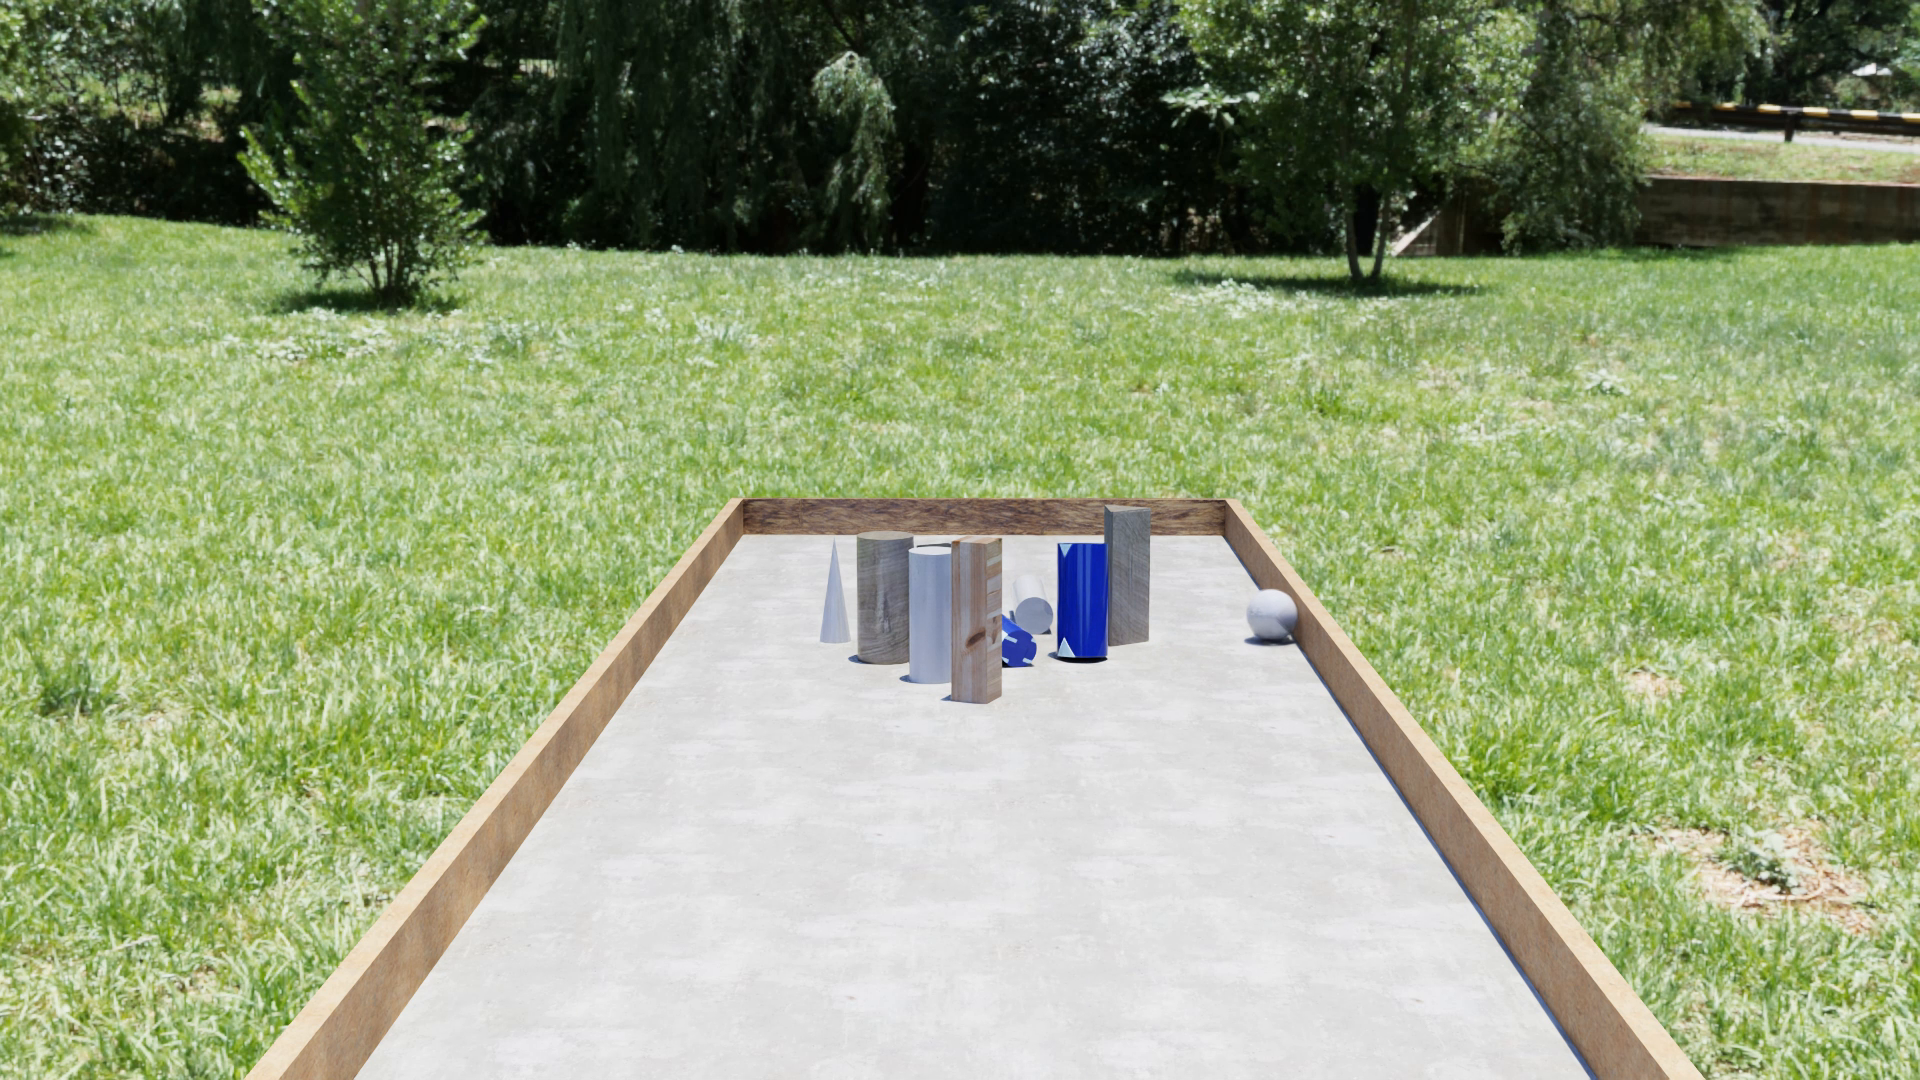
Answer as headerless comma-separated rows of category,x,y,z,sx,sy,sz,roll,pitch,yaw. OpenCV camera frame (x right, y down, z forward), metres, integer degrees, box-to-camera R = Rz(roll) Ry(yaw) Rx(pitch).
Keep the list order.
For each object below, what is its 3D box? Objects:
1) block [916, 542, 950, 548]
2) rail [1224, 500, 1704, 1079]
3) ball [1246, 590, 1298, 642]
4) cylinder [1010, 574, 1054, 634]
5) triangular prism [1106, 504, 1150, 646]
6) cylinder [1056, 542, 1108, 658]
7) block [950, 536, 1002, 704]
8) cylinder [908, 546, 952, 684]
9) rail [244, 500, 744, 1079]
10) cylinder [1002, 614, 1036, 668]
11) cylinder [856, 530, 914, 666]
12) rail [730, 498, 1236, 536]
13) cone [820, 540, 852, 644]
block,-0.063,0.170,6.969,0.112,0.303,0.112,-5,10,-26
rail,1.046,0.843,3.208,0.050,0.150,12.000,0,9,1
ball,0.989,0.240,6.973,0.164,0.164,0.164,0,9,0
cylinder,0.236,0.211,7.280,0.124,0.124,0.418,0,9,-1
triangular prism,0.499,0.108,6.961,0.154,0.428,0.134,-6,11,-33
cylinder,0.374,0.181,6.716,0.158,0.342,0.158,0,2,0
block,0.047,0.223,6.157,0.109,0.453,0.109,4,10,23
cylinder,-0.078,0.219,6.413,0.142,0.381,0.142,0,9,0
rail,-1.004,0.839,3.234,0.050,0.150,12.000,0,9,1
cylinder,0.125,0.293,6.796,0.114,0.114,0.438,-2,9,-13
cylinder,-0.226,0.174,6.686,0.174,0.383,0.174,0,9,0
rail,0.099,-0.098,9.147,2.100,0.150,0.050,0,9,1
cone,-0.397,0.153,6.967,0.102,0.337,0.102,0,9,0
